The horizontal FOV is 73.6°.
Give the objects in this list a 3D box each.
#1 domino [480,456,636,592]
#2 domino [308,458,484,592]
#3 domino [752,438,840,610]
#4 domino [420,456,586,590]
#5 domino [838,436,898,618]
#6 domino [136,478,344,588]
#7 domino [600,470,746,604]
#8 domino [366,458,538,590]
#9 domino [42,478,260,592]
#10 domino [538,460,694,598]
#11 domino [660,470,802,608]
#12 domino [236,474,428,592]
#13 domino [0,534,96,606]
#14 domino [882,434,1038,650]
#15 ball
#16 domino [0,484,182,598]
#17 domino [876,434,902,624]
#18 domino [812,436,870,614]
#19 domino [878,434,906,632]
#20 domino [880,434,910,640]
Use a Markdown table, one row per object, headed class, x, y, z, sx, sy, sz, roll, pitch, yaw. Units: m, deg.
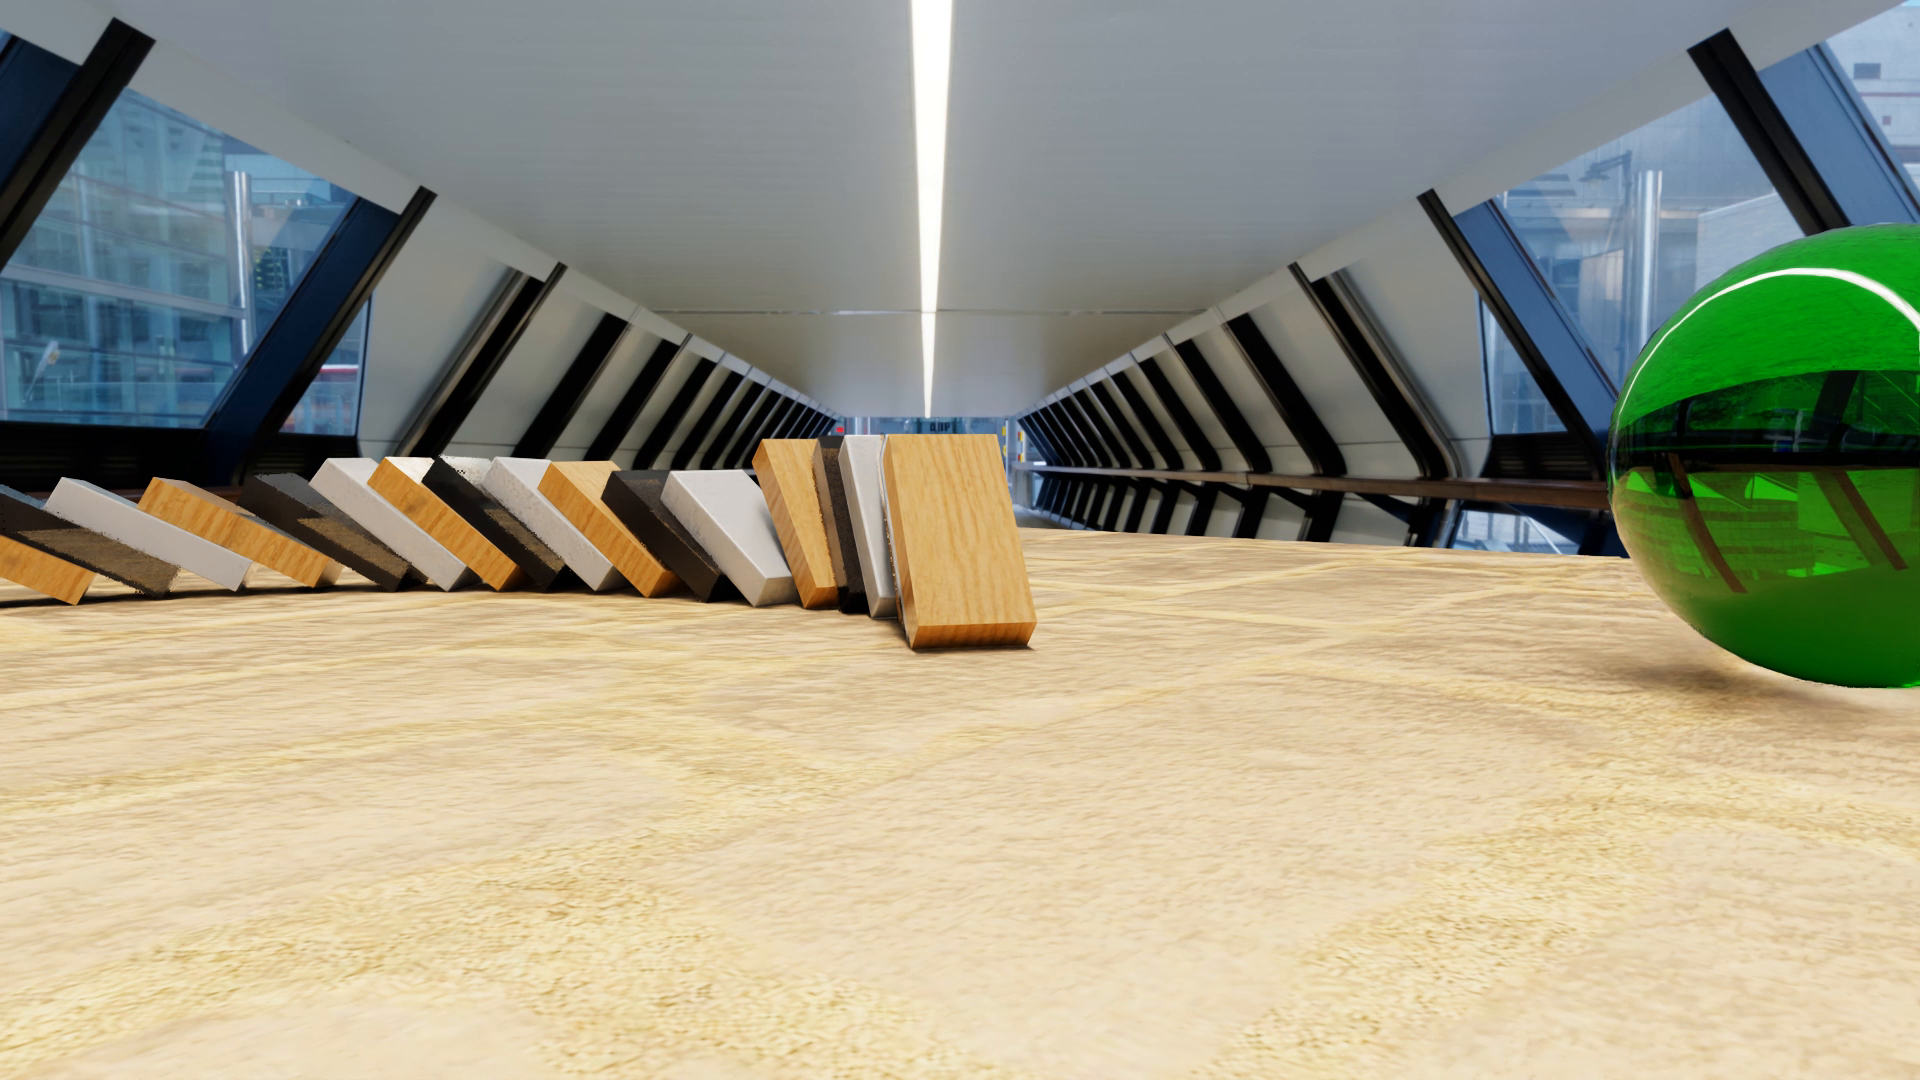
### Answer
| class | x | y | z | sx | sy | sz | roll | pitch | yaw |
| --- | --- | --- | --- | --- | --- | --- | --- | --- | --- |
| domino | -0.114 | -0.005 | 0.377 | 0.050 | 0.009 | 0.025 | 40 | 13 | 14 |
| domino | -0.163 | -0.005 | 0.379 | 0.050 | 0.010 | 0.025 | 38 | 4 | -1 |
| domino | -0.036 | -0.005 | 0.346 | 0.025 | 0.050 | 0.010 | -3 | -36 | -32 |
| domino | -0.131 | -0.005 | 0.379 | 0.050 | 0.010 | 0.025 | 39 | 8 | 8 |
| domino | -0.014 | -0.004 | 0.326 | 0.025 | 0.050 | 0.010 | -2 | -35 | -20 |
| domino | -0.206 | -0.002 | 0.370 | 0.050 | 0.010 | 0.025 | 27 | -6 | -12 |
| domino | -0.076 | -0.002 | 0.362 | 0.050 | 0.009 | 0.025 | 40 | 25 | 26 |
| domino | -0.147 | -0.005 | 0.380 | 0.050 | 0.010 | 0.025 | 38 | 7 | 4 |
| domino | -0.225 | -0.001 | 0.360 | 0.050 | 0.010 | 0.025 | 29 | -11 | -21 |
| domino | -0.096 | -0.004 | 0.371 | 0.050 | 0.009 | 0.025 | 41 | 21 | 19 |
| domino | -0.058 | -0.001 | 0.354 | 0.025 | 0.010 | 0.050 | -5 | 39 | -47 |
| domino | -0.182 | -0.003 | 0.377 | 0.050 | 0.010 | 0.025 | 30 | 2 | -4 |
| domino | -0.256 | 0.001 | 0.337 | 0.050 | 0.010 | 0.025 | 30 | -11 | -28 |
| domino | -0.001 | -0.001 | 0.278 | 0.025 | 0.050 | 0.010 | -1 | -35 | -14 |
| ball | 0.157 | -0.014 | 0.224 | 0.080 | 0.080 | 0.080 | 0 | 4 | 0 |
| domino | -0.240 | 0.000 | 0.349 | 0.050 | 0.010 | 0.025 | 30 | -11 | -26 |
| domino | -0.005 | -0.003 | 0.315 | 0.025 | 0.050 | 0.010 | -1 | -35 | -14 |
| domino | -0.022 | -0.005 | 0.337 | 0.025 | 0.050 | 0.010 | -1 | -35 | -20 |
| domino | -0.003 | -0.003 | 0.303 | 0.025 | 0.050 | 0.009 | -1 | -35 | -14 |
| domino | -0.002 | -0.002 | 0.291 | 0.025 | 0.050 | 0.009 | -1 | -35 | -14 |
